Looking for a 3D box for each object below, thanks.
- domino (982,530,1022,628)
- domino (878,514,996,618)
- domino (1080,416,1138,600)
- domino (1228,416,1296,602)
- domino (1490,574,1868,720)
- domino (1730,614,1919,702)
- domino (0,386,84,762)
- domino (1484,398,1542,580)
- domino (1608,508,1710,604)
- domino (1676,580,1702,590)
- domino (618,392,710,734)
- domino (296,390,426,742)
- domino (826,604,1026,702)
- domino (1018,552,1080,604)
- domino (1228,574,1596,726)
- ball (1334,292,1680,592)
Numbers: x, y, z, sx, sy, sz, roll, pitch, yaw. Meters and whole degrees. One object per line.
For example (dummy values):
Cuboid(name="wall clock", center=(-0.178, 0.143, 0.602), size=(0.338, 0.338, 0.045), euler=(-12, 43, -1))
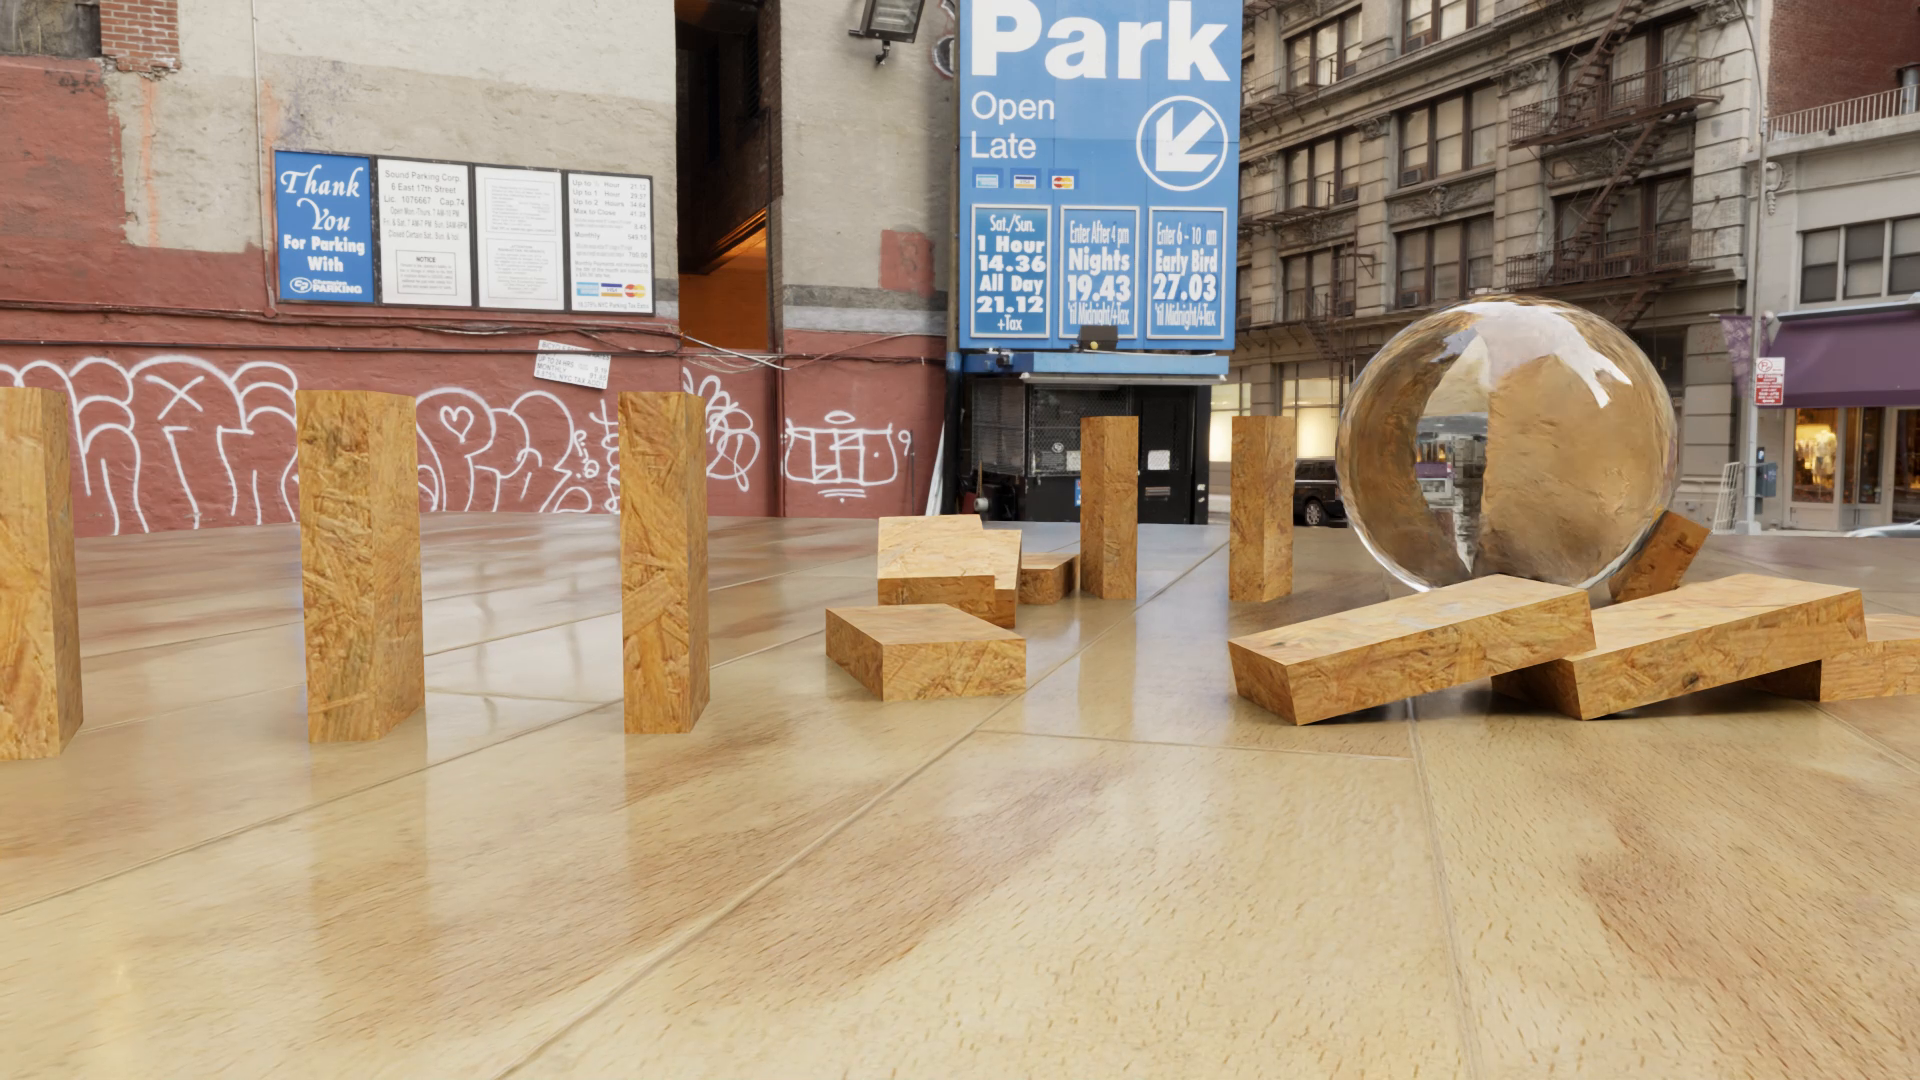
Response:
Cuboid(name="domino", center=(0.002, 0.009, 0.320), size=(0.025, 0.010, 0.050), euler=(0, 16, 4))
Cuboid(name="domino", center=(-0.006, 0.005, 0.298), size=(0.025, 0.010, 0.050), euler=(-2, 16, -3))
Cuboid(name="domino", center=(0.042, -0.010, 0.363), size=(0.010, 0.050, 0.025), euler=(-1, 4, -9))
Cuboid(name="domino", center=(0.084, -0.009, 0.356), size=(0.010, 0.050, 0.025), euler=(3, 5, 32))
Cuboid(name="domino", center=(0.117, 0.017, 0.212), size=(0.050, 0.010, 0.025), euler=(-13, 6, -7))
Cuboid(name="domino", center=(0.162, 0.021, 0.231), size=(0.050, 0.010, 0.025), euler=(-1, 5, -19))
Cuboid(name="domino", center=(-0.133, 0.004, 0.182), size=(0.010, 0.050, 0.025), euler=(-2, 5, -28))
Cuboid(name="domino", center=(0.161, -0.013, 0.373), size=(0.010, 0.050, 0.025), euler=(2, -25, 29))
Cuboid(name="domino", center=(0.177, 0.005, 0.326), size=(0.010, 0.025, 0.050), euler=(30, 16, 20))
Cuboid(name="domino", center=(0.173, 0.017, 0.282), size=(0.025, 0.009, 0.050), euler=(2, 5, 27))
Cuboid(name="domino", center=(-0.045, 0.003, 0.199), size=(0.009, 0.050, 0.025), euler=(0, 4, -4))
Cuboid(name="domino", center=(-0.090, 0.003, 0.194), size=(0.010, 0.050, 0.025), euler=(-1, 4, -8))
Cuboid(name="domino", center=(-0.008, 0.020, 0.239), size=(0.025, 0.010, 0.050), euler=(-1, 4, -17))
Cuboid(name="domino", center=(0.018, 0.010, 0.366), size=(0.025, 0.010, 0.050), euler=(1, 4, 14))
Cuboid(name="domino", center=(0.072, 0.017, 0.209), size=(0.050, 0.010, 0.025), euler=(-13, 6, -7))
Cuboid(name="ball", center=(0.137, -0.022, 0.325), size=(0.080, 0.080, 0.080), euler=(0, 4, 0))
